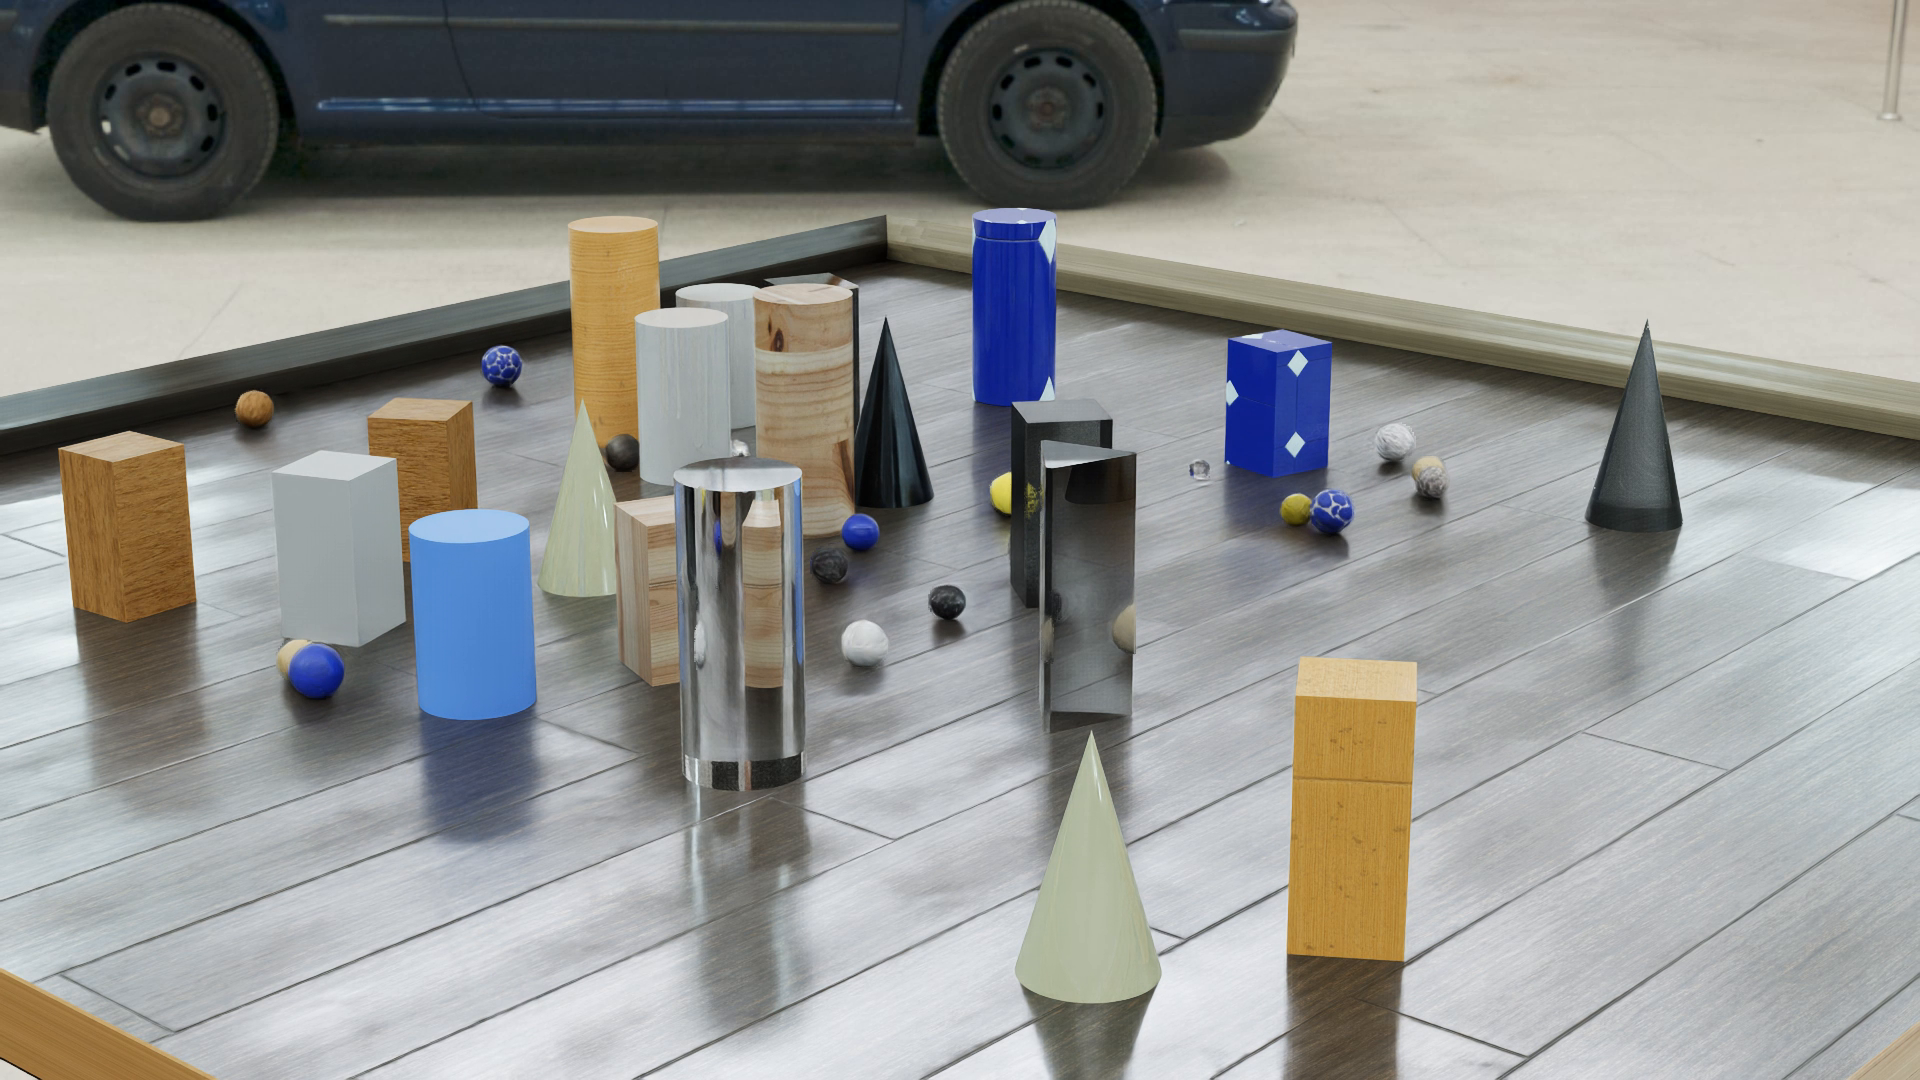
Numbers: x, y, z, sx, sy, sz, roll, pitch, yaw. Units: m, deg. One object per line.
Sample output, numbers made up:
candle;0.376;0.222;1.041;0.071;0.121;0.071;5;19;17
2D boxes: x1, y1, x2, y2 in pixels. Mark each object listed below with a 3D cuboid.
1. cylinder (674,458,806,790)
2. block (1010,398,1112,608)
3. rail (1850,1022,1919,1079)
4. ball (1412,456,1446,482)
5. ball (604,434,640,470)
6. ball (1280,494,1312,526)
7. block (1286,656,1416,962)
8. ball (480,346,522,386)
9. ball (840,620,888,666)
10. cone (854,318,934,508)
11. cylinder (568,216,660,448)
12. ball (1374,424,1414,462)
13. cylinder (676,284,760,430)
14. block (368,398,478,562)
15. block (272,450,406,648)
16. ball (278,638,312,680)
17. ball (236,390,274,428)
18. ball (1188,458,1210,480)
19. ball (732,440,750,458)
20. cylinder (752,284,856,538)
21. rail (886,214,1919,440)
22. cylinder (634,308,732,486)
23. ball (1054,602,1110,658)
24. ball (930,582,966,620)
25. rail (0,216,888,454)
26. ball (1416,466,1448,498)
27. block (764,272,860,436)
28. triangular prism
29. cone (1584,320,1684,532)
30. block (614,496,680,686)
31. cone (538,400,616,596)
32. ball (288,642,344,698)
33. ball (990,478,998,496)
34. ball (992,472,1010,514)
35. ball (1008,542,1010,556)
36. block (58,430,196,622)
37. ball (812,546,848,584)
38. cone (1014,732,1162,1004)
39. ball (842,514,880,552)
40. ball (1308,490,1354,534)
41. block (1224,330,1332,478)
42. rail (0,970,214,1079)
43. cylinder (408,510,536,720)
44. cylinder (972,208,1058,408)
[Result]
cylinder;-0.317;0.121;4.255;0.184;0.450;0.184;0;17;0
block;0.174;-0.065;5.075;0.147;0.329;0.147;-3;17;-9
rail;1.549;0.420;3.834;0.045;0.119;4.173;14;22;39
ball;0.919;-0.131;5.750;0.065;0.065;0.065;0;17;0
ball;-0.675;-0.176;5.883;0.074;0.074;0.074;0;17;0
ball;0.633;-0.056;5.506;0.063;0.063;0.063;0;17;0
block;0.496;0.339;3.712;0.147;0.347;0.147;3;17;8
ball;-1.025;-0.388;6.553;0.092;0.092;0.092;0;17;0
ball;-0.155;0.168;4.745;0.076;0.076;0.076;0;17;0
cone;-0.142;-0.260;5.666;0.184;0.360;0.184;0;17;0
cylinder;-0.712;-0.431;6.075;0.184;0.451;0.184;0;17;0
ball;0.880;-0.197;5.947;0.078;0.078;0.078;0;17;0
cylinder;-0.510;-0.392;6.249;0.184;0.276;0.184;0;17;0
block;-0.974;-0.109;5.329;0.147;0.266;0.147;3;17;9
block;-1.035;0.013;4.892;0.147;0.286;0.147;6;18;20
ball;-1.054;0.192;4.678;0.069;0.069;0.069;0;17;0
ball;-1.494;-0.277;6.209;0.079;0.079;0.079;0;17;0
ball;0.475;-0.140;5.819;0.042;0.042;0.042;0;17;0
ball;-0.449;-0.175;5.920;0.052;0.052;0.052;0;17;0
cylinder;-0.289;-0.241;5.461;0.184;0.443;0.184;0;17;0
rail;1.352;-0.421;6.612;4.150;0.119;0.045;14;22;39
cylinder;-0.549;-0.286;5.821;0.184;0.319;0.184;0;17;0
ball;0.200;0.147;4.786;0.091;0.091;0.091;0;17;0
ball;-0.021;0.104;4.980;0.062;0.062;0.062;0;17;0
rail;-1.549;-0.360;6.408;0.045;0.119;4.173;14;22;39
ball;0.915;-0.111;5.688;0.063;0.063;0.063;0;17;0
block;-0.304;-0.357;6.011;0.147;0.347;0.147;-8;19;-25
triangular prism;0.163;0.065;4.493;0.159;0.419;0.138;-10;20;-30
cone;1.278;-0.227;5.505;0.184;0.391;0.184;0;17;0
block;-0.458;0.077;4.716;0.147;0.266;0.147;-9;19;-26
cone;-0.656;-0.088;5.142;0.184;0.335;0.184;0;17;0
ball;-1.011;0.205;4.603;0.087;0.087;0.087;0;17;0
ball;0.085;-0.096;5.650;0.055;0.055;0.055;0;17;0
ball;0.100;-0.089;5.584;0.080;0.080;0.080;0;17;0
ball;0.130;0.017;5.219;0.090;0.090;0.090;0;17;0
block;-1.425;-0.025;5.024;0.147;0.282;0.147;12;21;35
ball;-0.230;0.045;5.169;0.066;0.066;0.066;0;17;0
cone;0.160;0.384;3.609;0.184;0.320;0.184;0;17;0
ball;-0.182;-0.014;5.357;0.069;0.069;0.069;0;17;0
ball;0.691;-0.053;5.462;0.082;0.082;0.082;0;17;0
block;0.640;-0.276;5.898;0.147;0.256;0.147;-12;20;-34
rail;-1.352;0.481;3.630;4.150;0.119;0.045;14;22;39
cylinder;-0.757;0.114;4.561;0.184;0.284;0.184;0;17;0
cylinder;0.118;-0.509;6.413;0.184;0.405;0.184;0;17;0
